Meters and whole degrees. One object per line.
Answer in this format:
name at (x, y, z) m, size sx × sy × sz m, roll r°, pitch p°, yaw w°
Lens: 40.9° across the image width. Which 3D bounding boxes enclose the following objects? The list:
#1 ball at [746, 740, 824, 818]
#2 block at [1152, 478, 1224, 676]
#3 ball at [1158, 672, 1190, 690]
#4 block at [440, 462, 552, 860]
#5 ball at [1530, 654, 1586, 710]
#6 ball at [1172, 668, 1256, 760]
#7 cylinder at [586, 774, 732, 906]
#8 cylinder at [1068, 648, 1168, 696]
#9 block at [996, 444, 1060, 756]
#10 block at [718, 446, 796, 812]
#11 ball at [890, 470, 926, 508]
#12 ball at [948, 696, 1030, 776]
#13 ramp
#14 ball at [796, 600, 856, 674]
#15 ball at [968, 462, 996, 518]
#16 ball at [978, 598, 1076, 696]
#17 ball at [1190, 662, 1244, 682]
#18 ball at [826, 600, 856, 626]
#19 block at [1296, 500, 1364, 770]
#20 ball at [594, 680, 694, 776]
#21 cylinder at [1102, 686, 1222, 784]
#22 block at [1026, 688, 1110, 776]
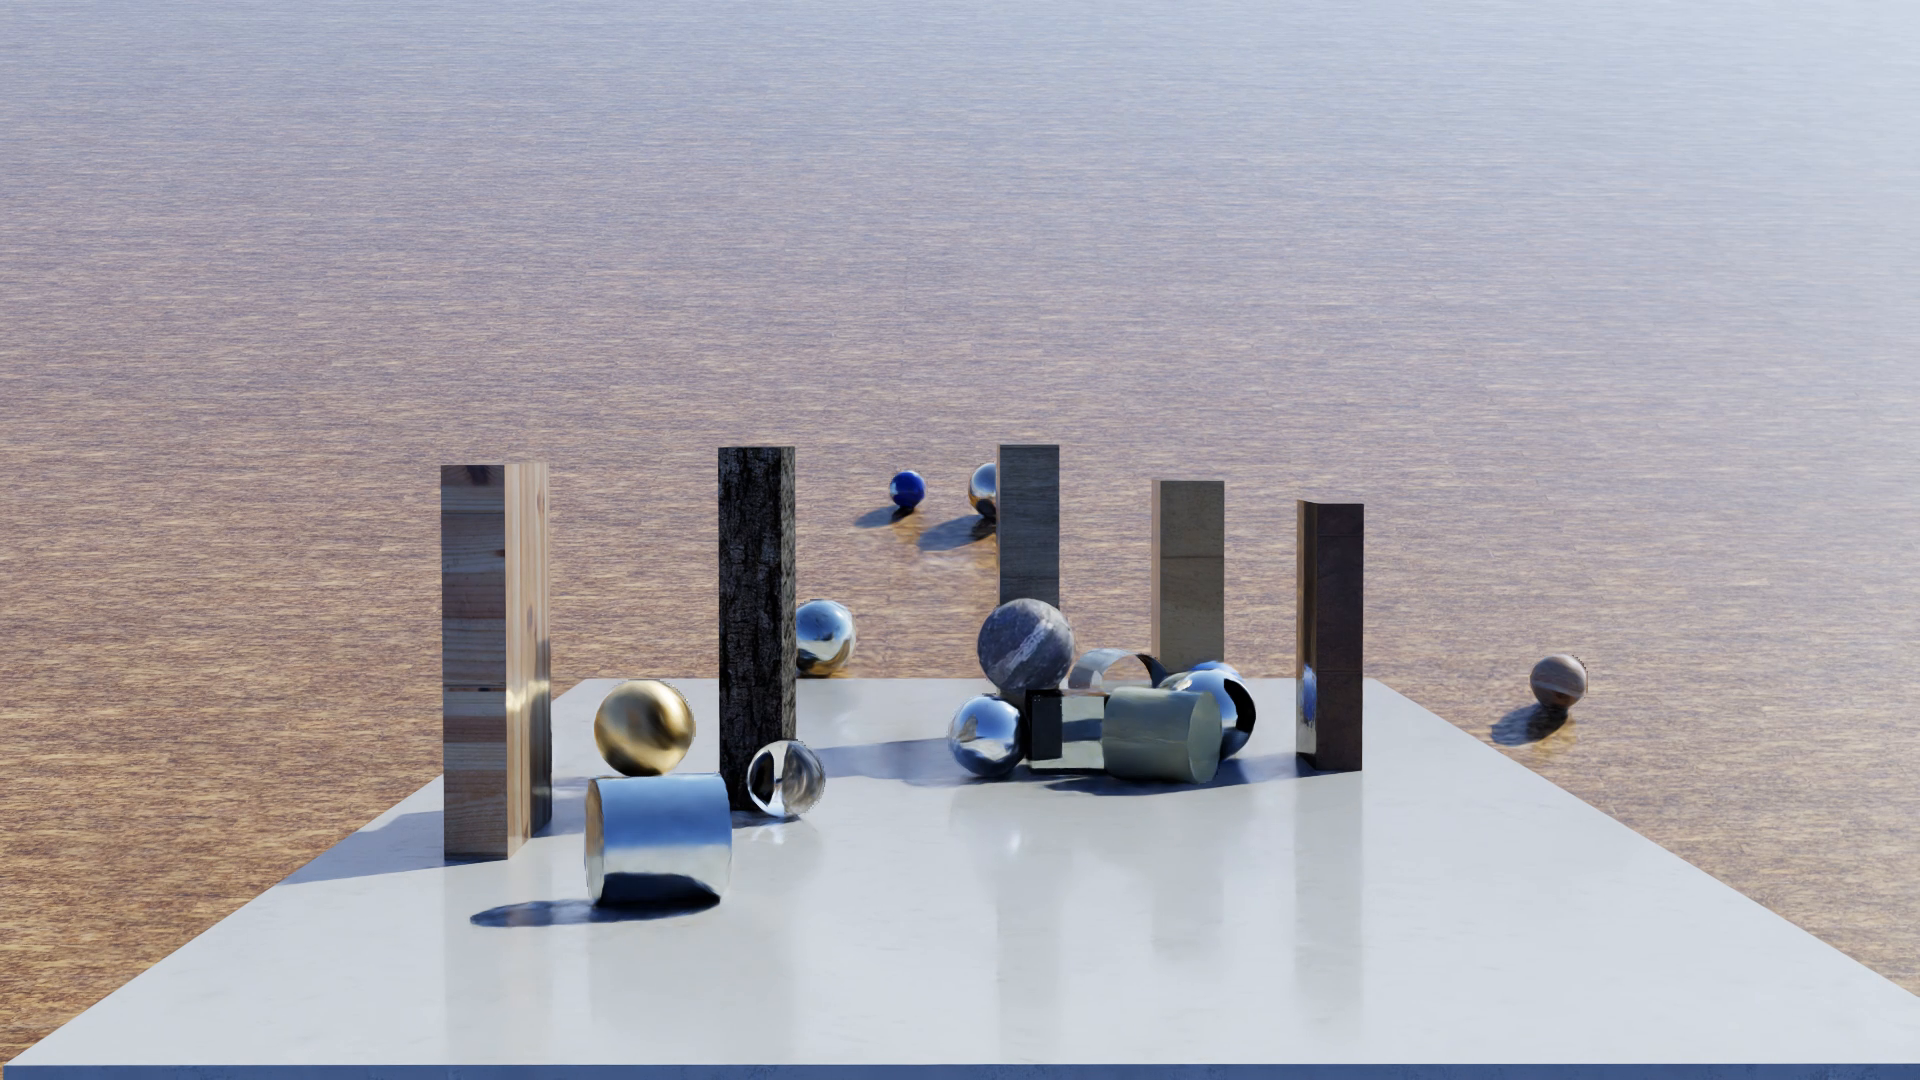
ball at (-0.283, 0.387, 4.175) m, size 0.125 × 0.125 × 0.125 m, roll 0°, pitch 23°, yaw 0°
block at (0.496, 0.128, 5.625) m, size 0.137 × 0.521 × 0.247 m, roll 0°, pitch 2°, yaw 0°
ball at (0.451, 0.335, 5.086) m, size 0.152 × 0.152 × 0.152 m, roll 0°, pitch 23°, yaw 0°
block at (-0.707, 0.171, 3.950) m, size 0.093 × 0.576 × 0.408 m, roll 0°, pitch 2°, yaw 0°
ball at (1.527, 0.362, 6.570) m, size 0.141 × 0.141 × 0.141 m, roll 0°, pitch 23°, yaw 0°
ball at (0.474, 0.332, 4.884) m, size 0.176 × 0.176 × 0.176 m, roll 0°, pitch 23°, yaw 0°
cylinder at (-0.401, 0.397, 3.416) m, size 0.167 × 0.167 × 0.167 m, roll 0°, pitch 22°, yaw -17°
cylinder at (0.335, 0.315, 5.424) m, size 0.165 × 0.165 × 0.165 m, roll -9°, pitch 5°, yaw -20°
block at (0.134, 0.108, 5.154) m, size 0.115 × 0.600 × 0.384 m, roll 0°, pitch 2°, yaw 0°
block at (-0.345, 0.140, 4.411) m, size 0.103 × 0.599 × 0.371 m, roll 0°, pitch 2°, yaw 0°
ball at (-0.158, -0.154, 7.807) m, size 0.113 × 0.113 × 0.113 m, roll 0°, pitch 23°, yaw 0°
ball at (0.053, 0.355, 4.671) m, size 0.147 × 0.147 × 0.147 m, roll 0°, pitch 23°, yaw 0°
ramp at (0.053, 0.484, 4.539) m, size 2.000 × 0.100 × 4.000 m, roll 0°, pitch 2°, yaw 0°
ball at (-0.362, 0.252, 6.633) m, size 0.191 × 0.191 × 0.191 m, roll 0°, pitch 23°, yaw 0°
ball at (0.107, -0.149, 7.725) m, size 0.169 × 0.169 × 0.169 m, roll 0°, pitch 23°, yaw 0°
ball at (0.126, 0.203, 4.873) m, size 0.185 × 0.185 × 0.185 m, roll 0°, pitch 23°, yaw 0°
ball at (0.532, 0.327, 5.412) m, size 0.143 × 0.143 × 0.143 m, roll 0°, pitch 23°, yaw 0°
ball at (-0.357, 0.242, 6.813) m, size 0.169 × 0.169 × 0.169 m, roll 0°, pitch 23°, yaw 0°
block at (0.699, 0.173, 4.877) m, size 0.085 × 0.493 × 0.284 m, roll 0°, pitch 2°, yaw 0°
ball at (-0.571, 0.341, 4.643) m, size 0.179 × 0.179 × 0.179 m, roll 0°, pitch 23°, yaw 0°
cylinder at (0.362, 0.349, 4.609) m, size 0.166 × 0.166 × 0.166 m, roll 2°, pitch 22°, yaw 27°
block at (0.198, 0.354, 4.758) m, size 0.143 × 0.143 × 0.143 m, roll 0°, pitch 2°, yaw -4°
